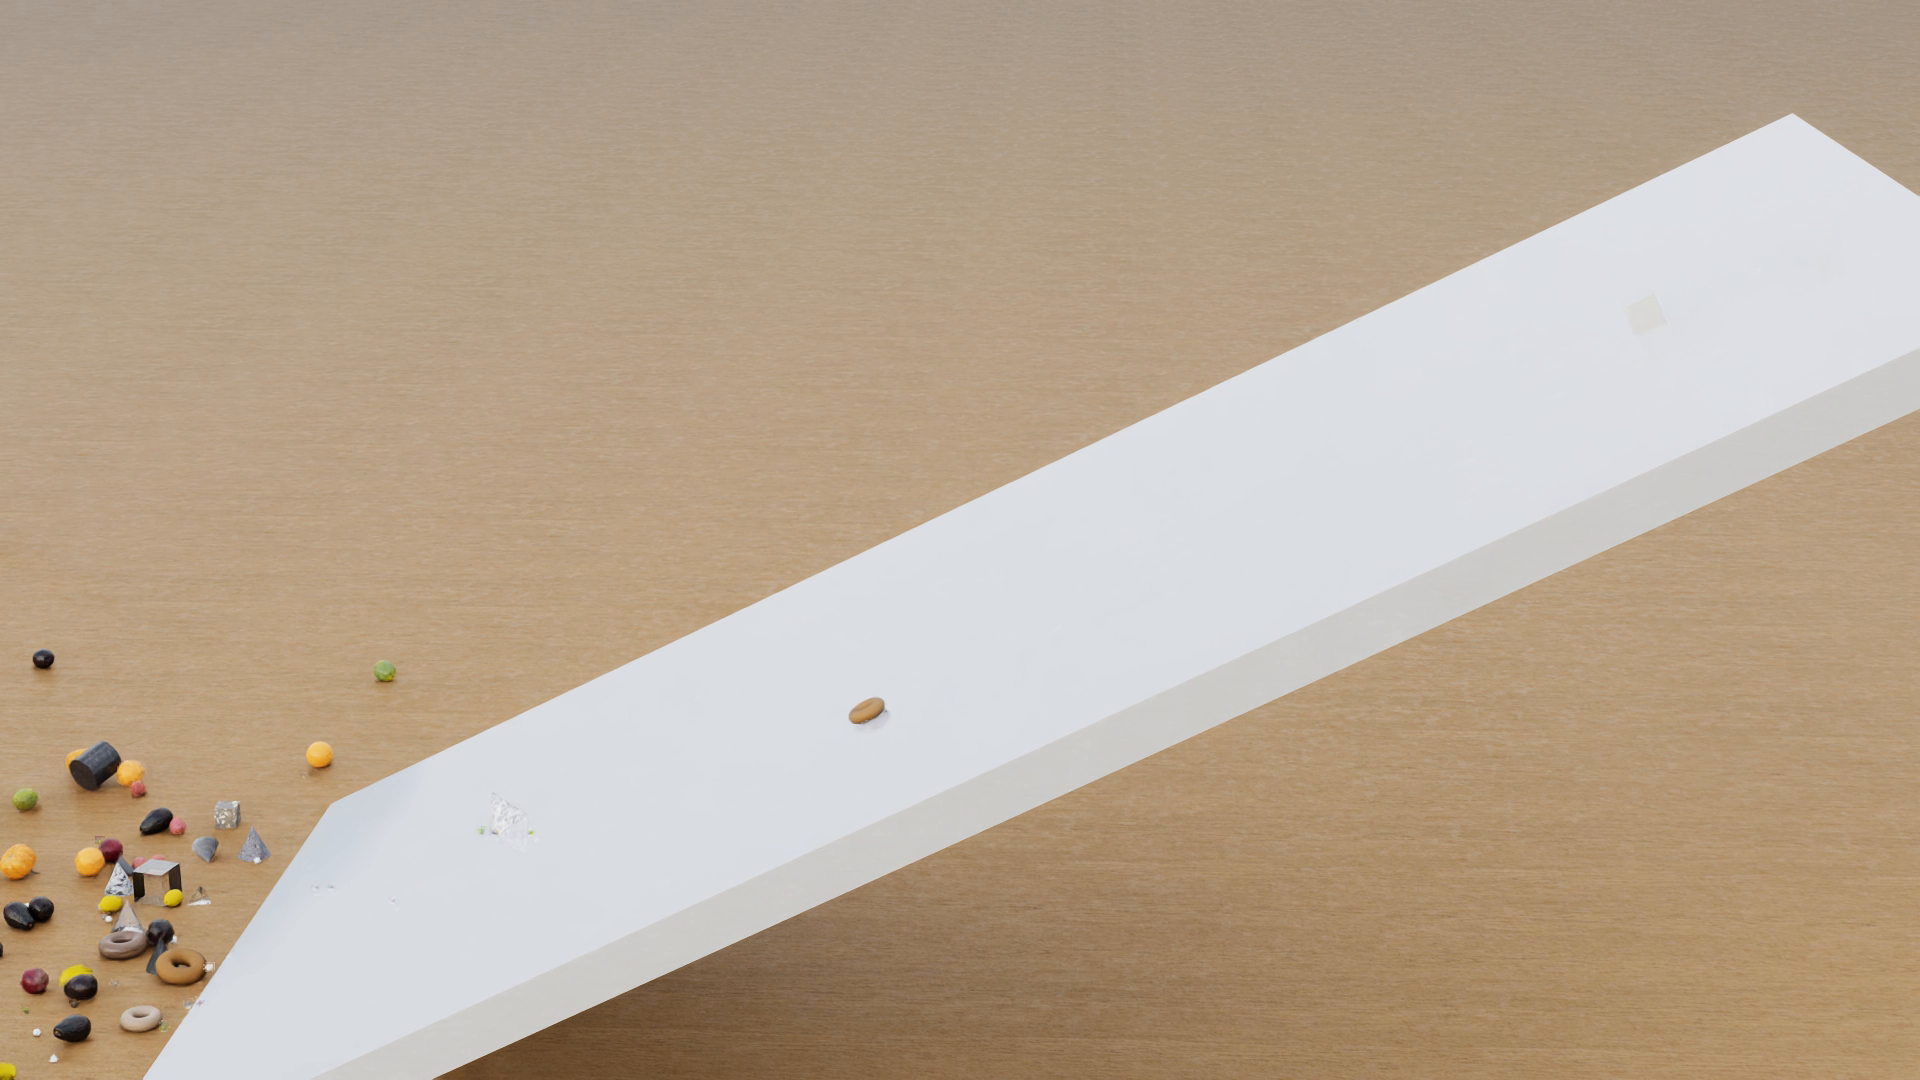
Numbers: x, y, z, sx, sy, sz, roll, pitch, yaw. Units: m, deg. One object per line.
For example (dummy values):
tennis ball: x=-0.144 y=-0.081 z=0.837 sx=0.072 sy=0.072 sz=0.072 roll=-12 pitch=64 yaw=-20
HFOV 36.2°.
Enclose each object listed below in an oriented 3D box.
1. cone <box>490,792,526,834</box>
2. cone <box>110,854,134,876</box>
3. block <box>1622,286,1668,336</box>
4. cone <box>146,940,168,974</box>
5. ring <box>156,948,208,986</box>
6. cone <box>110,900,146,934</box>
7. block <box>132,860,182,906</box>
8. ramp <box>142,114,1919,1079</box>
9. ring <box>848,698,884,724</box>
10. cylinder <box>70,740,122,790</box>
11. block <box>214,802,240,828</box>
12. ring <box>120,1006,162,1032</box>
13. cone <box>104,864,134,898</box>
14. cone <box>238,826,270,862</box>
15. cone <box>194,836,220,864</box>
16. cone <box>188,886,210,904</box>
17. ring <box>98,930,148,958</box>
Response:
cone: x=-1.027 y=0.594 z=6.552 sx=0.088 sy=0.088 sz=0.088 roll=-26 pitch=14 yaw=7
cone: x=-2.077 y=0.826 z=7.336 sx=0.064 sy=0.064 sz=0.064 roll=26 pitch=12 yaw=-14
block: x=1.366 y=-0.457 z=5.867 sx=0.066 sy=0.066 sz=0.066 roll=-23 pitch=14 yaw=17
cone: x=-1.851 y=0.956 z=6.814 sx=0.076 sy=0.076 sz=0.076 roll=0 pitch=17 yaw=0
ring: x=-1.793 y=0.982 z=6.771 sx=0.117 sy=0.039 sz=0.117 roll=12 pitch=26 yaw=-6
cone: x=-1.974 y=0.890 z=6.972 sx=0.080 sy=0.080 sz=0.080 roll=-7 pitch=-22 yaw=-3
block: x=-1.965 y=0.839 z=7.198 sx=0.082 sy=0.082 sz=0.082 roll=5 pitch=17 yaw=17
ramp: x=0.139 y=0.168 z=6.281 sx=4.000 sy=0.100 sz=2.000 roll=-25 pitch=14 yaw=10
ring: x=-0.190 y=0.347 z=5.982 sx=0.080 sy=0.027 sz=0.080 roll=-27 pitch=13 yaw=7
cylinder: x=-2.326 y=0.607 z=7.914 sx=0.097 sy=0.097 sz=0.097 roll=10 pitch=34 yaw=30
block: x=-1.908 y=0.716 z=7.660 sx=0.054 sy=0.054 sz=0.054 roll=0 pitch=17 yaw=0
ring: x=-1.819 y=1.063 z=6.535 sx=0.092 sy=0.031 sz=0.092 roll=1 pitch=17 yaw=0
cone: x=-2.071 y=0.828 z=7.241 sx=0.077 sy=0.077 sz=0.077 roll=0 pitch=17 yaw=0
cone: x=-1.792 y=0.762 z=7.457 sx=0.082 sy=0.082 sz=0.082 roll=0 pitch=17 yaw=0
cone: x=-1.905 y=0.795 z=7.439 sx=0.064 sy=0.064 sz=0.064 roll=-3 pitch=51 yaw=-10
cone: x=-1.864 y=0.878 z=7.170 sx=0.050 sy=0.050 sz=0.050 roll=-32 pitch=15 yaw=8
ring: x=-1.964 y=0.950 z=6.903 sx=0.113 sy=0.038 sz=0.113 roll=-1 pitch=16 yaw=0
